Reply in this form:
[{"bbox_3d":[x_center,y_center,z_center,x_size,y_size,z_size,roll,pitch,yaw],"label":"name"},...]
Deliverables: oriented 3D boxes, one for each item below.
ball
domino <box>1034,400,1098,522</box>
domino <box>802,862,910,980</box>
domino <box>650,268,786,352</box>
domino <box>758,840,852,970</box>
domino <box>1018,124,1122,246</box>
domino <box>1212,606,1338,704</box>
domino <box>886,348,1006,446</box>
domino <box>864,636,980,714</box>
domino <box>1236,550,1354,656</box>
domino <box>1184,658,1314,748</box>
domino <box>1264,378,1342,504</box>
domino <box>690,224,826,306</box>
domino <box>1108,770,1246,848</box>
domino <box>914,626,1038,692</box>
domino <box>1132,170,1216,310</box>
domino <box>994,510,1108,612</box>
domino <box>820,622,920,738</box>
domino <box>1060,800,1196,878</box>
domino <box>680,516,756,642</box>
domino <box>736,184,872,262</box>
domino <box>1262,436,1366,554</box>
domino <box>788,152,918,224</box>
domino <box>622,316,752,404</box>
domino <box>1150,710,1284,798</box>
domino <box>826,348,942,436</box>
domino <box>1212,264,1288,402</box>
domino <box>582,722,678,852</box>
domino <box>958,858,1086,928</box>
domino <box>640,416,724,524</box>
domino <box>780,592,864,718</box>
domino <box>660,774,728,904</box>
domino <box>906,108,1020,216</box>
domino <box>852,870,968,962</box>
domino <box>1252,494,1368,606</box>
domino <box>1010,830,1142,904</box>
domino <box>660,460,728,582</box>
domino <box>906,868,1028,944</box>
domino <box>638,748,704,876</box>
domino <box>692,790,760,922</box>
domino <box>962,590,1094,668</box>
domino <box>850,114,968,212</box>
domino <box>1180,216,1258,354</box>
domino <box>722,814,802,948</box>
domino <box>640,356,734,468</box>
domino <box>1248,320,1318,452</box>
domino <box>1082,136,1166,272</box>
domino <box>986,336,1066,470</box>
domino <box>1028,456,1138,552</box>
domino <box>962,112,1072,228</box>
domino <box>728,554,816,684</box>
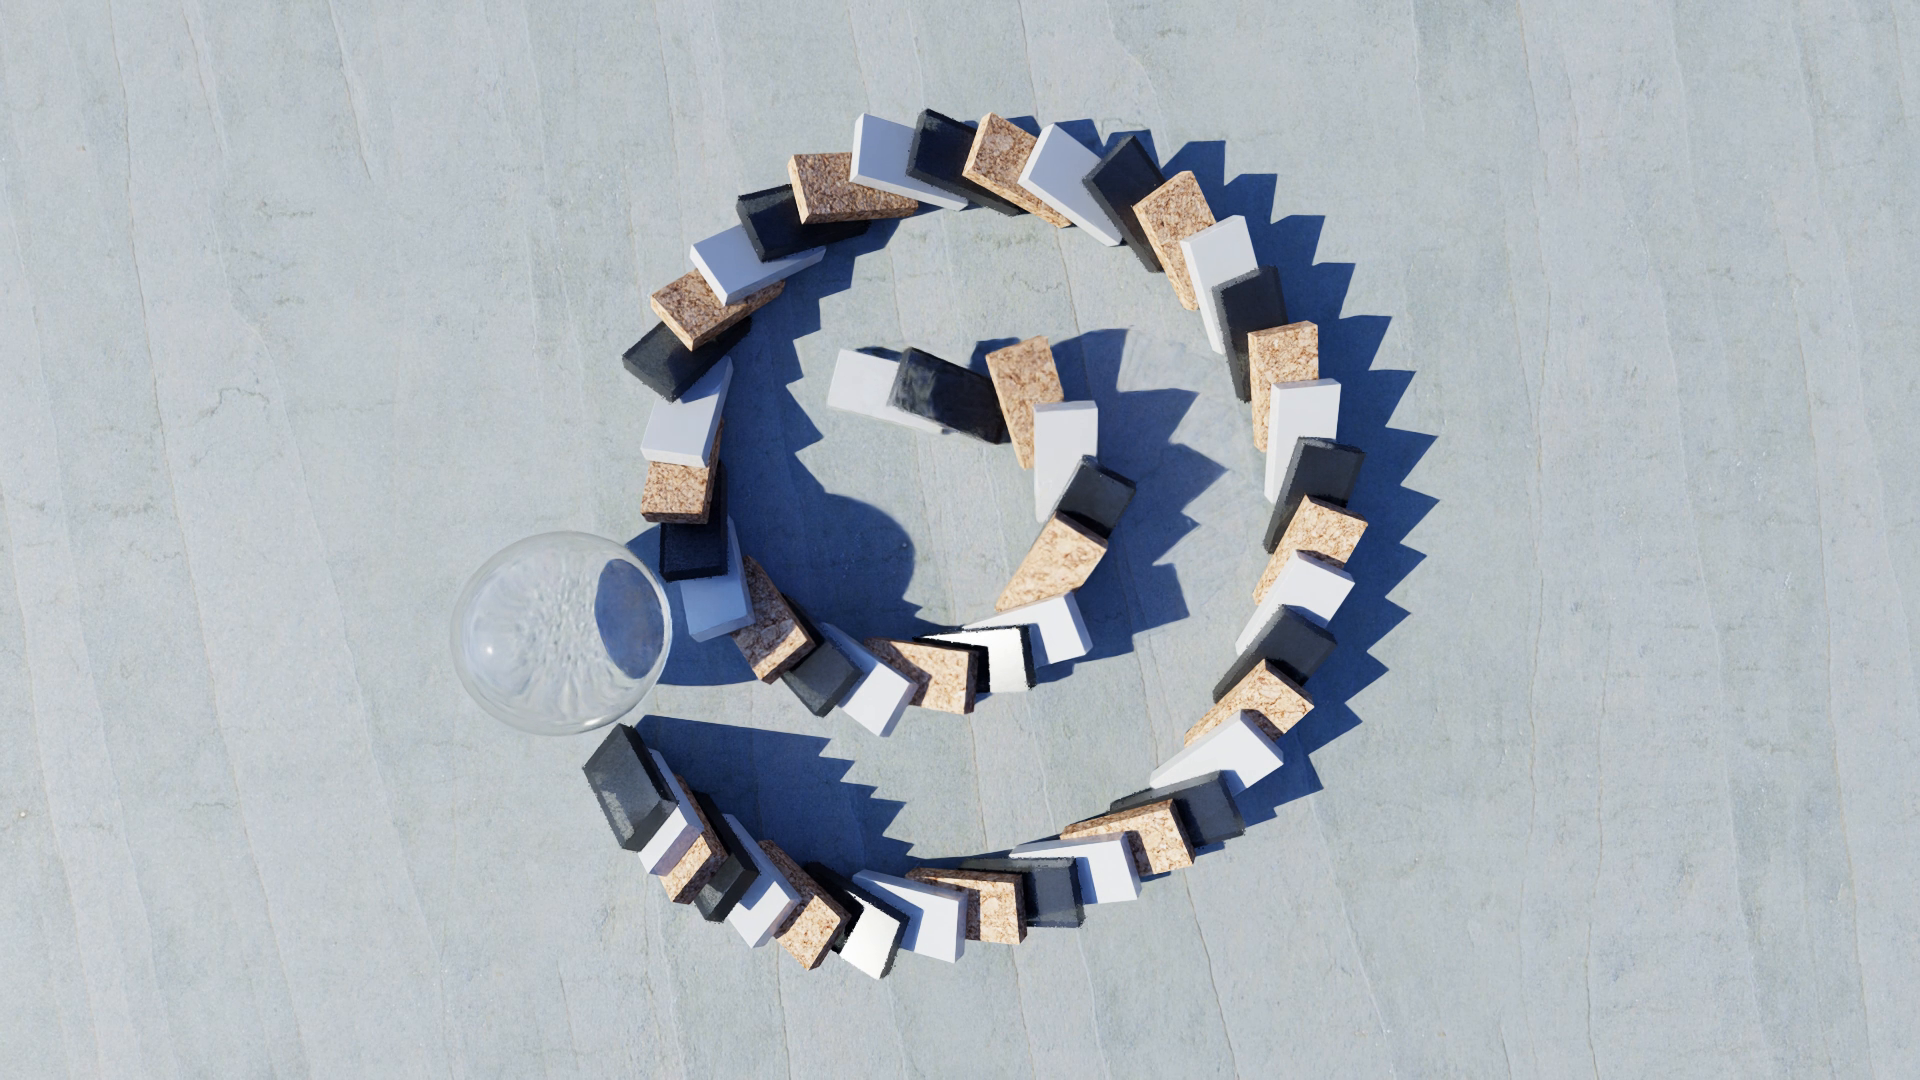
[{"bbox_3d":[-0.155,0.036,0.360,0.080,0.080,0.080,0,90,0],"label":"ball"},{"bbox_3d":[0.044,-0.032,0.384,0.025,0.009,0.050,-4,120,0],"label":"domino"},{"bbox_3d":[-0.048,0.159,0.385,0.050,0.010,0.025,20,90,26],"label":"domino"},{"bbox_3d":[-0.101,-0.103,0.385,0.025,0.010,0.050,47,64,1],"label":"domino"},{"bbox_3d":[-0.072,0.152,0.385,0.050,0.010,0.025,33,90,25],"label":"domino"},{"bbox_3d":[0.051,-0.148,0.385,0.050,0.010,0.025,26,90,-25],"label":"domino"},{"bbox_3d":[0.131,0.054,0.385,0.025,0.009,0.050,30,115,0],"label":"domino"},{"bbox_3d":[-0.003,-0.060,0.385,0.050,0.010,0.025,18,90,-24],"label":"domino"},{"bbox_3d":[-0.017,0.056,0.384,0.050,0.010,0.025,5,90,28],"label":"domino"},{"bbox_3d":[0.140,0.031,0.385,0.025,0.010,0.050,24,115,0],"label":"domino"},{"bbox_3d":[0.121,0.076,0.385,0.025,0.010,0.050,38,115,0],"label":"domino"},{"bbox_3d":[0.143,-0.041,0.385,0.025,0.009,0.050,-5,115,0],"label":"domino"},{"bbox_3d":[-0.084,-0.121,0.385,0.050,0.010,0.025,-35,90,-26],"label":"domino"},{"bbox_3d":[0.090,0.117,0.385,0.050,0.010,0.025,-25,90,25],"label":"domino"},{"bbox_3d":[0.006,0.051,0.384,0.050,0.010,0.025,-8,91,29],"label":"domino"},{"bbox_3d":[0.096,-0.125,0.385,0.025,0.010,0.050,-36,115,0],"label":"domino"},{"bbox_3d":[0.038,0.015,0.385,0.025,0.010,0.050,31,116,0],"label":"domino"},{"bbox_3d":[-0.044,0.058,0.385,0.050,0.010,0.025,30,90,27],"label":"domino"},{"bbox_3d":[0.070,0.128,0.385,0.050,0.009,0.025,-23,90,25],"label":"domino"},{"bbox_3d":[-0.104,0.015,0.385,0.025,0.009,0.050,-19,64,0],"label":"domino"},{"bbox_3d":[-0.065,-0.136,0.385,0.050,0.009,0.025,-25,90,-25],"label":"domino"},{"bbox_3d":[0.148,-0.016,0.385,0.025,0.010,0.050,10,115,0],"label":"domino"},{"bbox_3d":[-0.044,-0.148,0.385,0.050,0.010,0.025,-14,90,-26],"label":"domino"},{"bbox_3d":[-0.114,-0.083,0.384,0.025,0.010,0.050,37,63,2],"label":"domino"},{"bbox_3d":[0.107,0.096,0.385,0.025,0.009,0.050,46,116,0],"label":"domino"},{"bbox_3d":[-0.030,-0.064,0.395,0.050,0.010,0.025,14,90,0],"label":"domino"},{"bbox_3d":[0.125,-0.086,0.385,0.025,0.010,0.050,-22,115,0],"label":"domino"},{"bbox_3d":[-0.137,0.102,0.380,0.025,0.009,0.050,-51,48,0],"label":"domino"},{"bbox_3d":[0.025,0.148,0.385,0.050,0.010,0.025,-10,90,24],"label":"domino"},{"bbox_3d":[-0.116,-0.032,0.385,0.025,0.009,0.050,2,65,1],"label":"domino"},{"bbox_3d":[-0.066,0.048,0.385,0.050,0.009,0.025,42,90,26],"label":"domino"},{"bbox_3d":[-0.117,0.122,0.380,0.025,0.009,0.050,-51,48,1],"label":"domino"},{"bbox_3d":[0.004,-0.158,0.385,0.050,0.010,0.025,12,90,-25],"label":"domino"},{"bbox_3d":[-0.022,0.157,0.385,0.050,0.009,0.025,4,90,25],"label":"domino"},{"bbox_3d":[0.146,0.009,0.385,0.025,0.009,0.050,20,115,0],"label":"domino"},{"bbox_3d":[0.048,0.139,0.385,0.050,0.009,0.025,-16,90,24],"label":"domino"},{"bbox_3d":[-0.112,-0.009,0.385,0.025,0.010,0.050,-7,64,0],"label":"domino"},{"bbox_3d":[0.002,0.153,0.385,0.050,0.009,0.025,-5,90,25],"label":"domino"},{"bbox_3d":[-0.127,0.112,0.380,0.025,0.010,0.050,-52,48,0],"label":"domino"},{"bbox_3d":[-0.105,0.130,0.380,0.025,0.010,0.050,-53,48,-1],"label":"domino"},{"bbox_3d":[0.028,0.041,0.383,0.050,0.010,0.025,-20,93,30],"label":"domino"},{"bbox_3d":[-0.020,-0.158,0.385,0.050,0.009,0.025,6,90,-25],"label":"domino"},{"bbox_3d":[0.113,-0.107,0.385,0.025,0.010,0.050,-26,115,0],"label":"domino"},{"bbox_3d":[-0.091,0.142,0.384,0.050,0.010,0.025,39,90,28],"label":"domino"},{"bbox_3d":[-0.114,-0.056,0.385,0.025,0.010,0.050,8,65,0],"label":"domino"},{"bbox_3d":[0.136,-0.064,0.385,0.025,0.009,0.050,-12,115,0],"label":"domino"},{"bbox_3d":[0.077,-0.140,0.385,0.025,0.010,0.050,-46,115,0],"label":"domino"},{"bbox_3d":[0.031,-0.058,0.386,0.025,0.010,0.050,-21,109,-5],"label":"domino"},{"bbox_3d":[0.050,-0.007,0.384,0.025,0.010,0.050,26,116,-3],"label":"domino"},{"bbox_3d":[0.028,-0.155,0.385,0.050,0.009,0.025,19,90,-25],"label":"domino"},{"bbox_3d":[-0.085,0.033,0.385,0.025,0.010,0.050,-40,64,0],"label":"domino"}]
